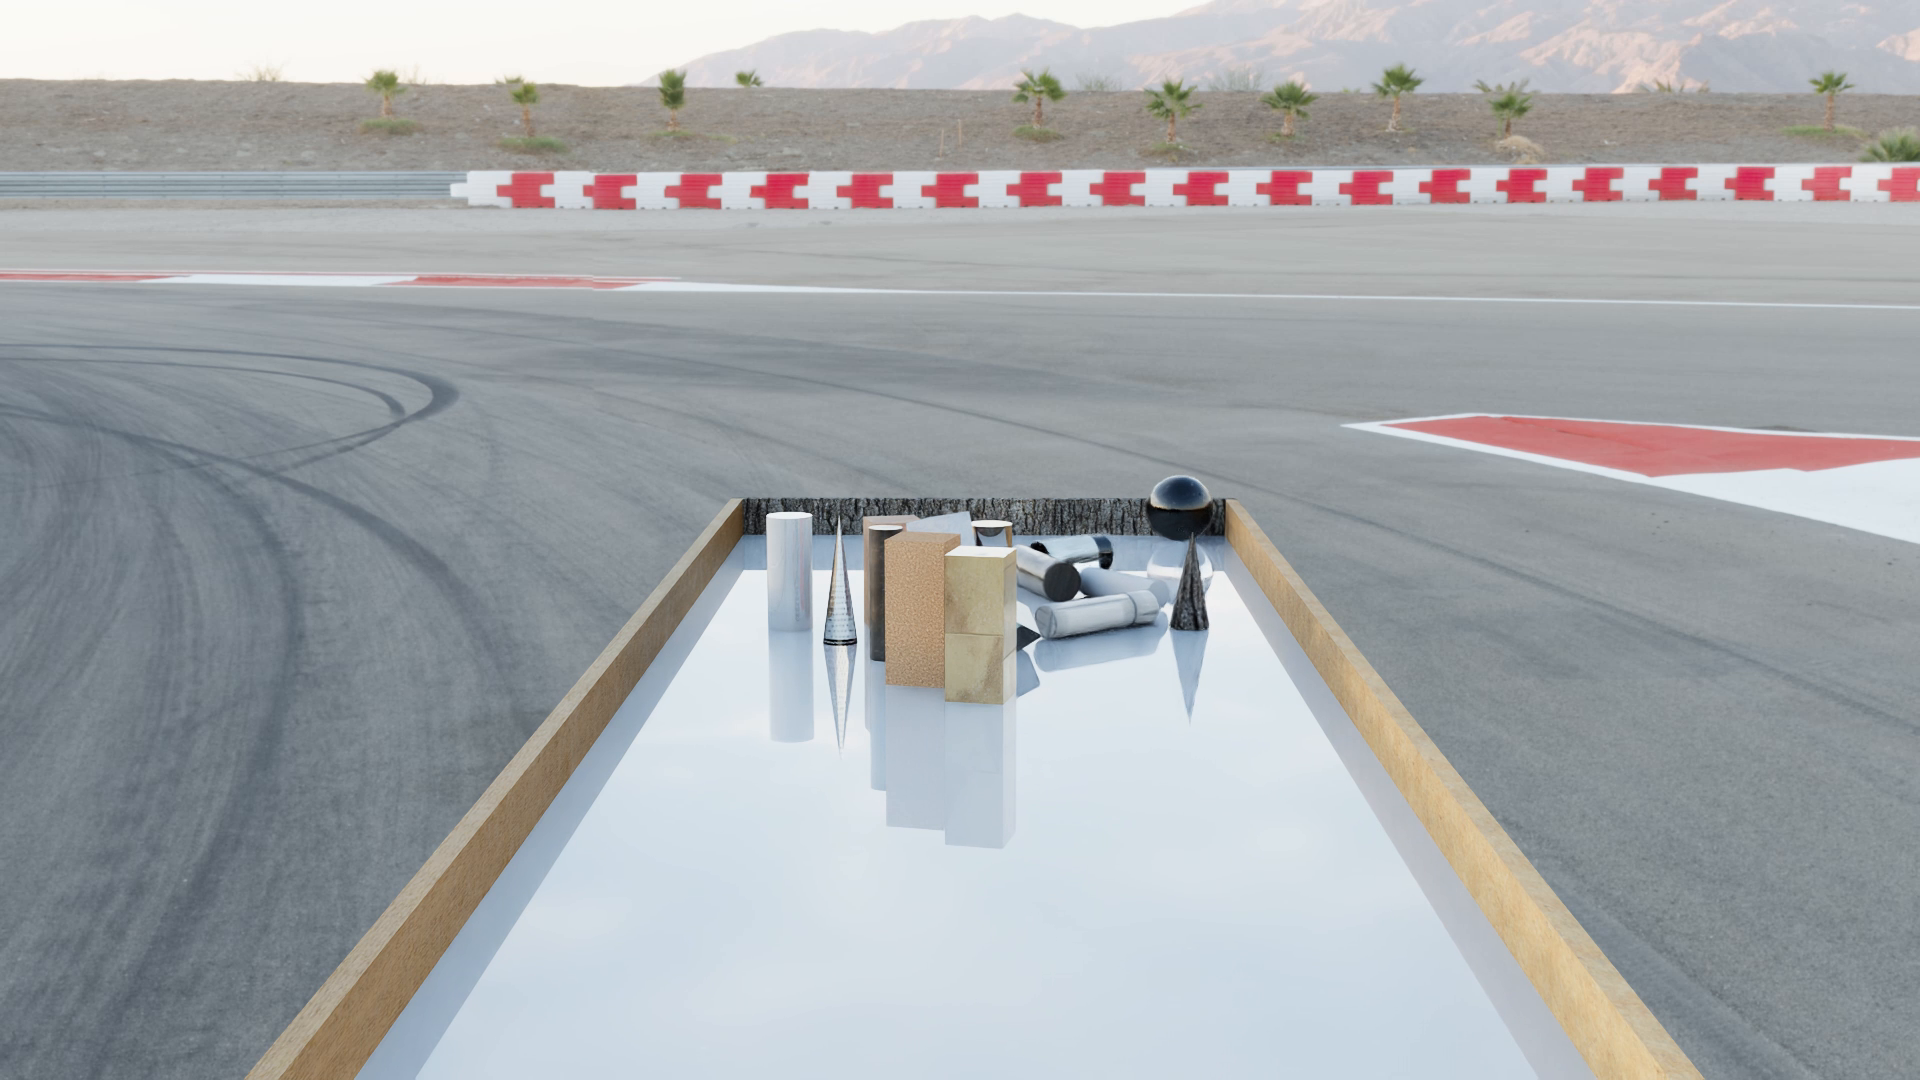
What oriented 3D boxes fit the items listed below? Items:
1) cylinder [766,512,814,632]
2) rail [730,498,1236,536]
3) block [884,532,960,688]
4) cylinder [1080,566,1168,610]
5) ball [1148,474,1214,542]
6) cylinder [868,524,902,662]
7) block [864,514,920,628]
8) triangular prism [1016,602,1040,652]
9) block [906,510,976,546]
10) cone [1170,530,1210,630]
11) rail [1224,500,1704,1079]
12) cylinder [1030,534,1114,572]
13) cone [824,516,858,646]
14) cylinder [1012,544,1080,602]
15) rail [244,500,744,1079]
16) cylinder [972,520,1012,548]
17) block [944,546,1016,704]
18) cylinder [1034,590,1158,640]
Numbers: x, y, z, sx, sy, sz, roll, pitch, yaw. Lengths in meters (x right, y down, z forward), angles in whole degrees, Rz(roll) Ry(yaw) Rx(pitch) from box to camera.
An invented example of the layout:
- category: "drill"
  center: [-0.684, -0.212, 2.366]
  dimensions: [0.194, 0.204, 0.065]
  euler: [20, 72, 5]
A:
- category: "cylinder"
  center: [-0.555, 0.103, 7.177]
  dimensions: [0.149, 0.370, 0.149]
  euler: [0, 9, 0]
- category: "rail"
  center: [0.099, -0.098, 9.147]
  dimensions: [2.100, 0.150, 0.050]
  euler: [0, 9, 1]
- category: "block"
  center: [-0.107, 0.200, 6.394]
  dimensions: [0.177, 0.424, 0.177]
  euler: [3, 9, 16]
- category: "cylinder"
  center: [0.564, 0.166, 7.630]
  dimensions: [0.104, 0.104, 0.356]
  euler: [-7, 11, -38]
- category: "ball"
  center: [0.899, -0.130, 8.967]
  dimensions: [0.270, 0.270, 0.270]
  euler: [0, 9, 0]
- category: "cylinder"
  center: [-0.225, 0.162, 6.696]
  dimensions: [0.103, 0.405, 0.103]
  euler: [0, 9, 0]
- category: "block"
  center: [-0.215, 0.108, 7.192]
  dimensions: [0.170, 0.355, 0.170]
  euler: [-2, 9, -14]
- category: "triangular prism"
  center: [0.143, 0.243, 6.901]
  dimensions: [0.140, 0.121, 0.452]
  euler: [-33, 9, 2]
- category: "block"
  center: [-0.032, 0.131, 6.810]
  dimensions: [0.147, 0.409, 0.147]
  euler: [-8, 4, 27]
- category: "cone"
  center: [0.754, 0.123, 7.170]
  dimensions: [0.132, 0.323, 0.132]
  euler: [1, 13, 0]
- category: "rail"
  center: [1.046, 0.843, 3.208]
  dimensions: [0.050, 0.150, 12.000]
  euler: [0, 9, 1]
- category: "cylinder"
  center: [0.407, 0.064, 8.153]
  dimensions: [0.303, 0.142, 0.142]
  euler: [-7, 11, -37]
- category: "cone"
  center: [-0.379, 0.122, 6.933]
  dimensions: [0.111, 0.409, 0.111]
  euler: [0, 9, 0]
- category: "cylinder"
  center: [0.286, 0.117, 7.826]
  dimensions: [0.140, 0.140, 0.415]
  euler: [-3, 10, -19]
- category: "rail"
  center: [-1.004, 0.839, 3.234]
  dimensions: [0.050, 0.150, 12.000]
  euler: [0, 9, 1]
- category: "cylinder"
  center: [0.097, 0.115, 7.196]
  dimensions: [0.146, 0.340, 0.146]
  euler: [0, 9, 0]
- category: "block"
  center: [0.059, 0.237, 6.184]
  dimensions: [0.168, 0.416, 0.168]
  euler: [2, 9, 14]
- category: "cylinder"
  center: [0.445, 0.242, 7.139]
  dimensions: [0.445, 0.107, 0.107]
  euler: [-7, 11, -37]
